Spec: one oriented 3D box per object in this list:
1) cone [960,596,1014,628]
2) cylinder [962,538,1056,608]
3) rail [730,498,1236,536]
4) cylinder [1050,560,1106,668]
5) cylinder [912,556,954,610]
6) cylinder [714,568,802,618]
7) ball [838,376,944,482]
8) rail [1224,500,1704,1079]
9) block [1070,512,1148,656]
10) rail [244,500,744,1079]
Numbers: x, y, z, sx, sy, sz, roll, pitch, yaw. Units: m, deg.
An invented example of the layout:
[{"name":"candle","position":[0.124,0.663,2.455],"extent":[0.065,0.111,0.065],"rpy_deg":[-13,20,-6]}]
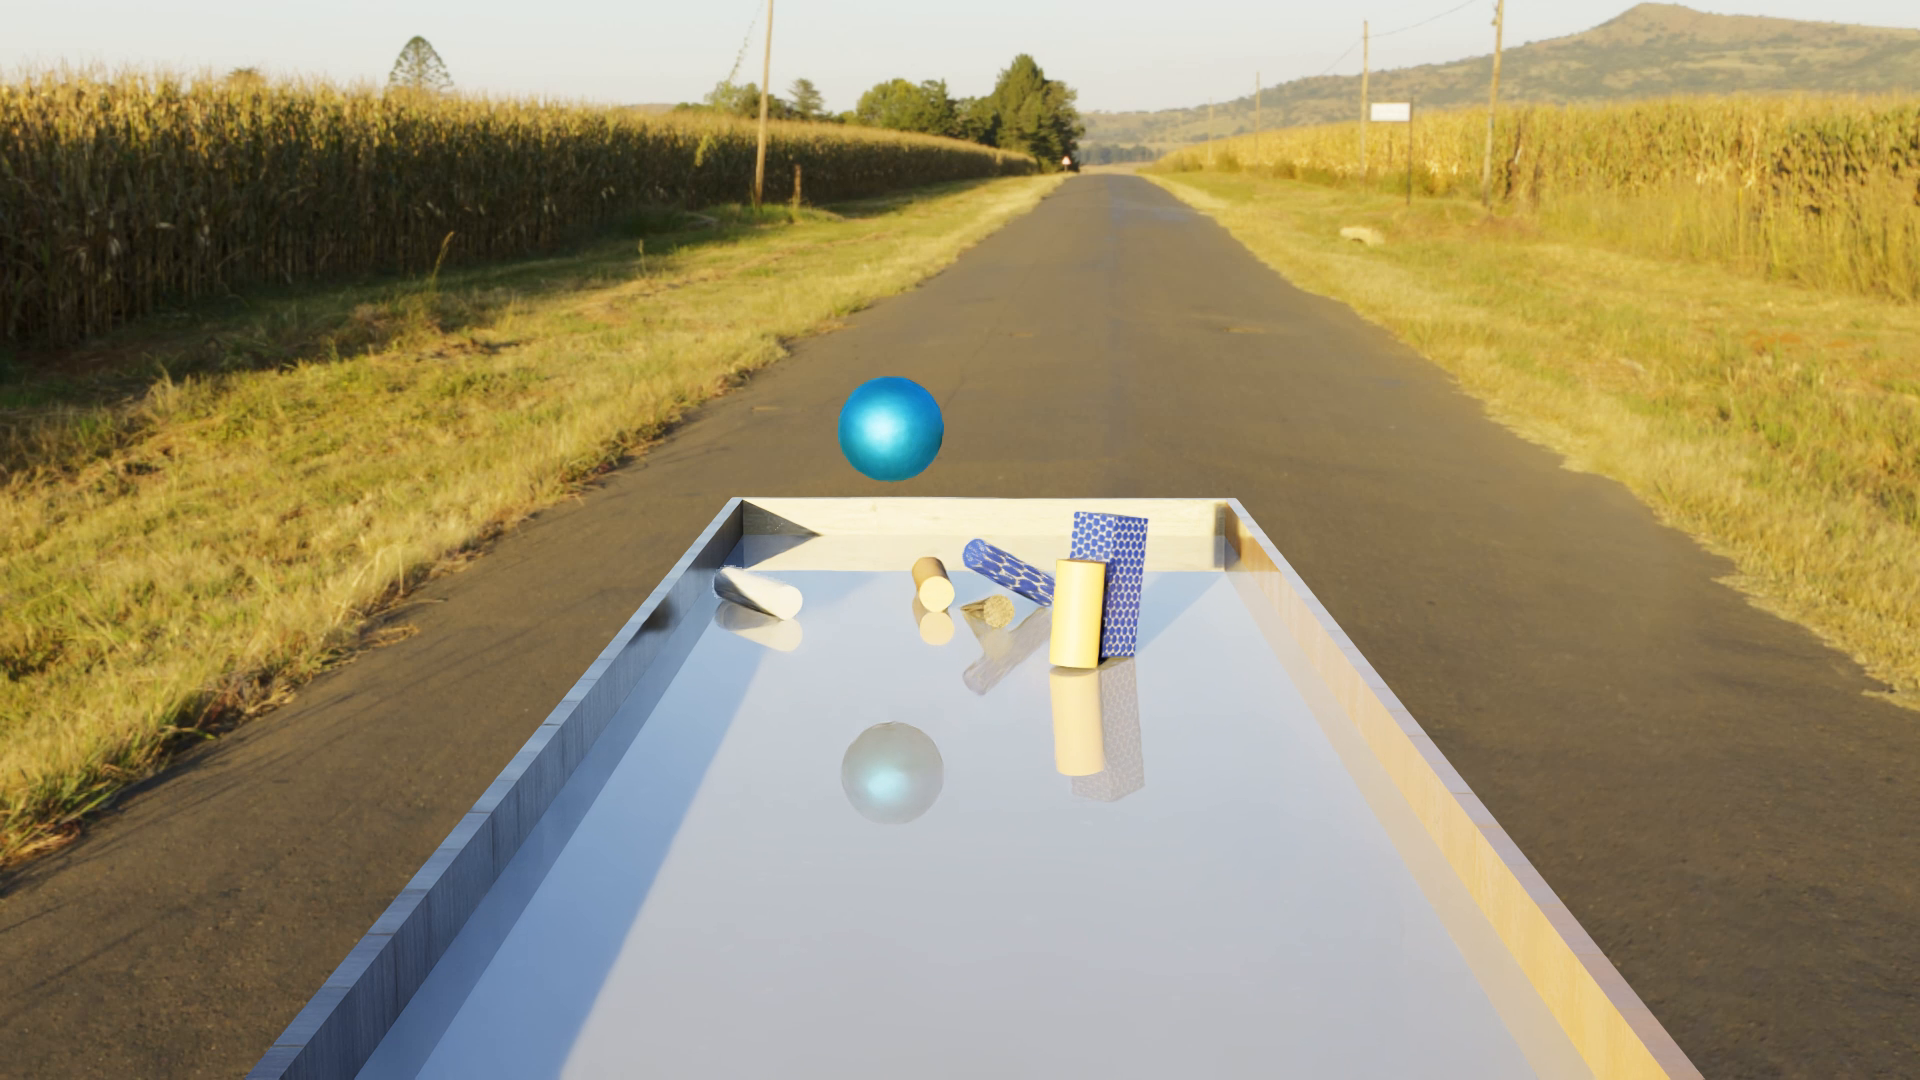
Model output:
[{"name":"cone","position":[0.059,0.233,7.370],"extent":[0.106,0.106,0.373],"rpy_deg":[-4,2,-21]},{"name":"cylinder","position":[0.176,0.112,7.441],"extent":[0.384,0.107,0.107],"rpy_deg":[28,-12,-40]},{"name":"rail","position":[0.099,-0.098,9.147],"extent":[2.100,0.150,0.050],"rpy_deg":[0,9,1]},{"name":"cylinder","position":[0.352,0.218,6.592],"extent":[0.147,0.310,0.147],"rpy_deg":[4,3,0]},{"name":"cylinder","position":[-0.096,0.150,7.687],"extent":[0.119,0.119,0.433],"rpy_deg":[-1,9,-5]},{"name":"cylinder","position":[-0.694,0.179,7.519],"extent":[0.113,0.113,0.434],"rpy_deg":[-6,11,-32]},{"name":"ball","position":[-0.237,-0.380,7.528],"extent":[0.363,0.363,0.363],"rpy_deg":[0,9,0]},{"name":"rail","position":[1.046,0.843,3.208],"extent":[0.050,0.150,12.000],"rpy_deg":[0,9,1]},{"name":"block","position":[0.443,0.135,6.735],"extent":[0.162,0.426,0.162],"rpy_deg":[8,4,43]},{"name":"rail","position":[-1.004,0.839,3.234],"extent":[0.050,0.150,12.000],"rpy_deg":[0,9,1]}]
